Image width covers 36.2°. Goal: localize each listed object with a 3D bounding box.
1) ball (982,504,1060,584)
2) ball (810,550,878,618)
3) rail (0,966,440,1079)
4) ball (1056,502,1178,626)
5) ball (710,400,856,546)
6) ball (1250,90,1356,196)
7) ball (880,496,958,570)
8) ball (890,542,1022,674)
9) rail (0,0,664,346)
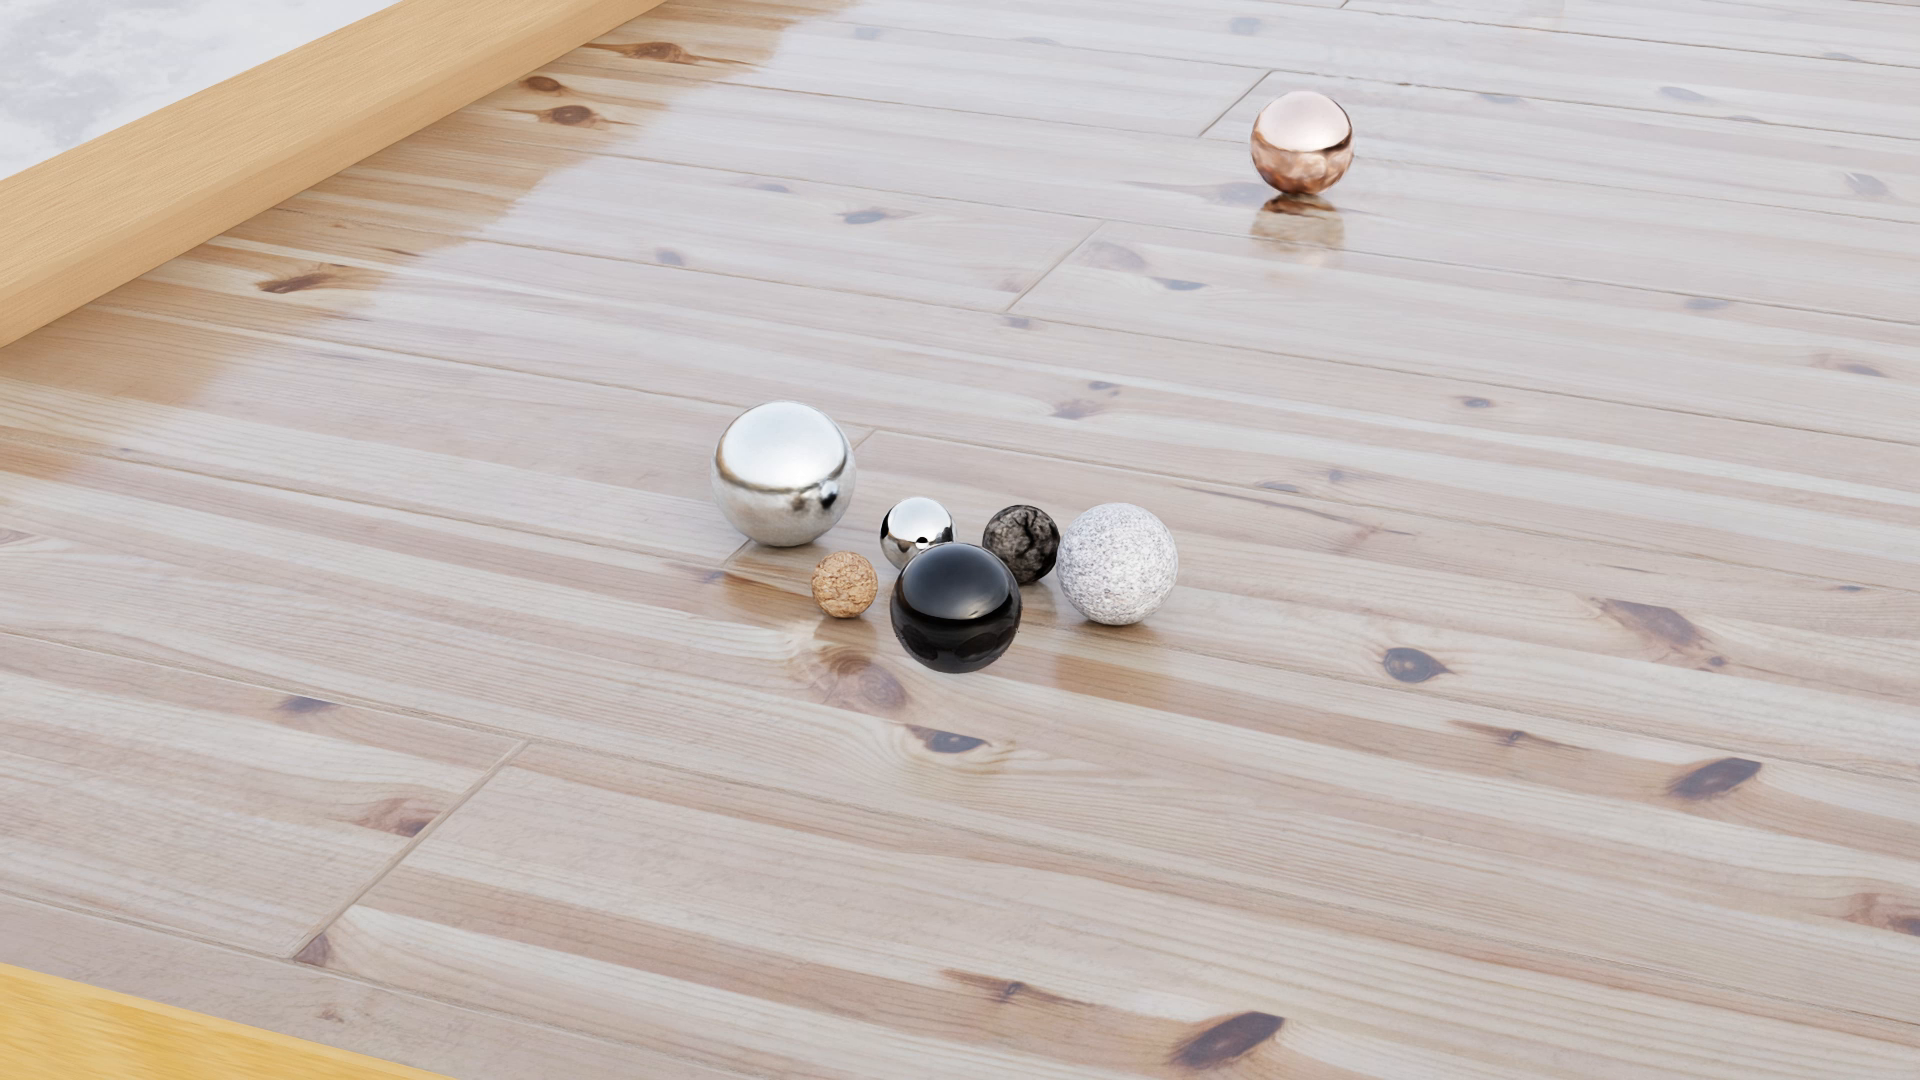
[{"bbox_3d":[0.039,0.003,1.886,0.051,0.051,0.051,0,25,0],"label":"ball"},{"bbox_3d":[-0.072,0.028,1.842,0.042,0.042,0.042,0,25,0],"label":"ball"},{"bbox_3d":[-0.269,0.254,1.259,1.690,0.125,0.045,10,27,20],"label":"rail"},{"bbox_3d":[0.098,0.015,1.829,0.077,0.077,0.077,0,25,0],"label":"ball"},{"bbox_3d":[-0.116,-0.044,1.931,0.096,0.096,0.096,0,25,0],"label":"ball"},{"bbox_3d":[0.301,-0.349,2.586,0.092,0.092,0.092,0,25,0],"label":"ball"},{"bbox_3d":[-0.027,-0.003,1.897,0.051,0.051,0.051,0,25,0],"label":"ball"},{"bbox_3d":[-0.003,0.041,1.770,0.080,0.080,0.080,0,25,0],"label":"ball"},{"bbox_3d":[-0.483,-0.449,2.761,0.045,0.125,2.960,10,27,20],"label":"rail"}]
